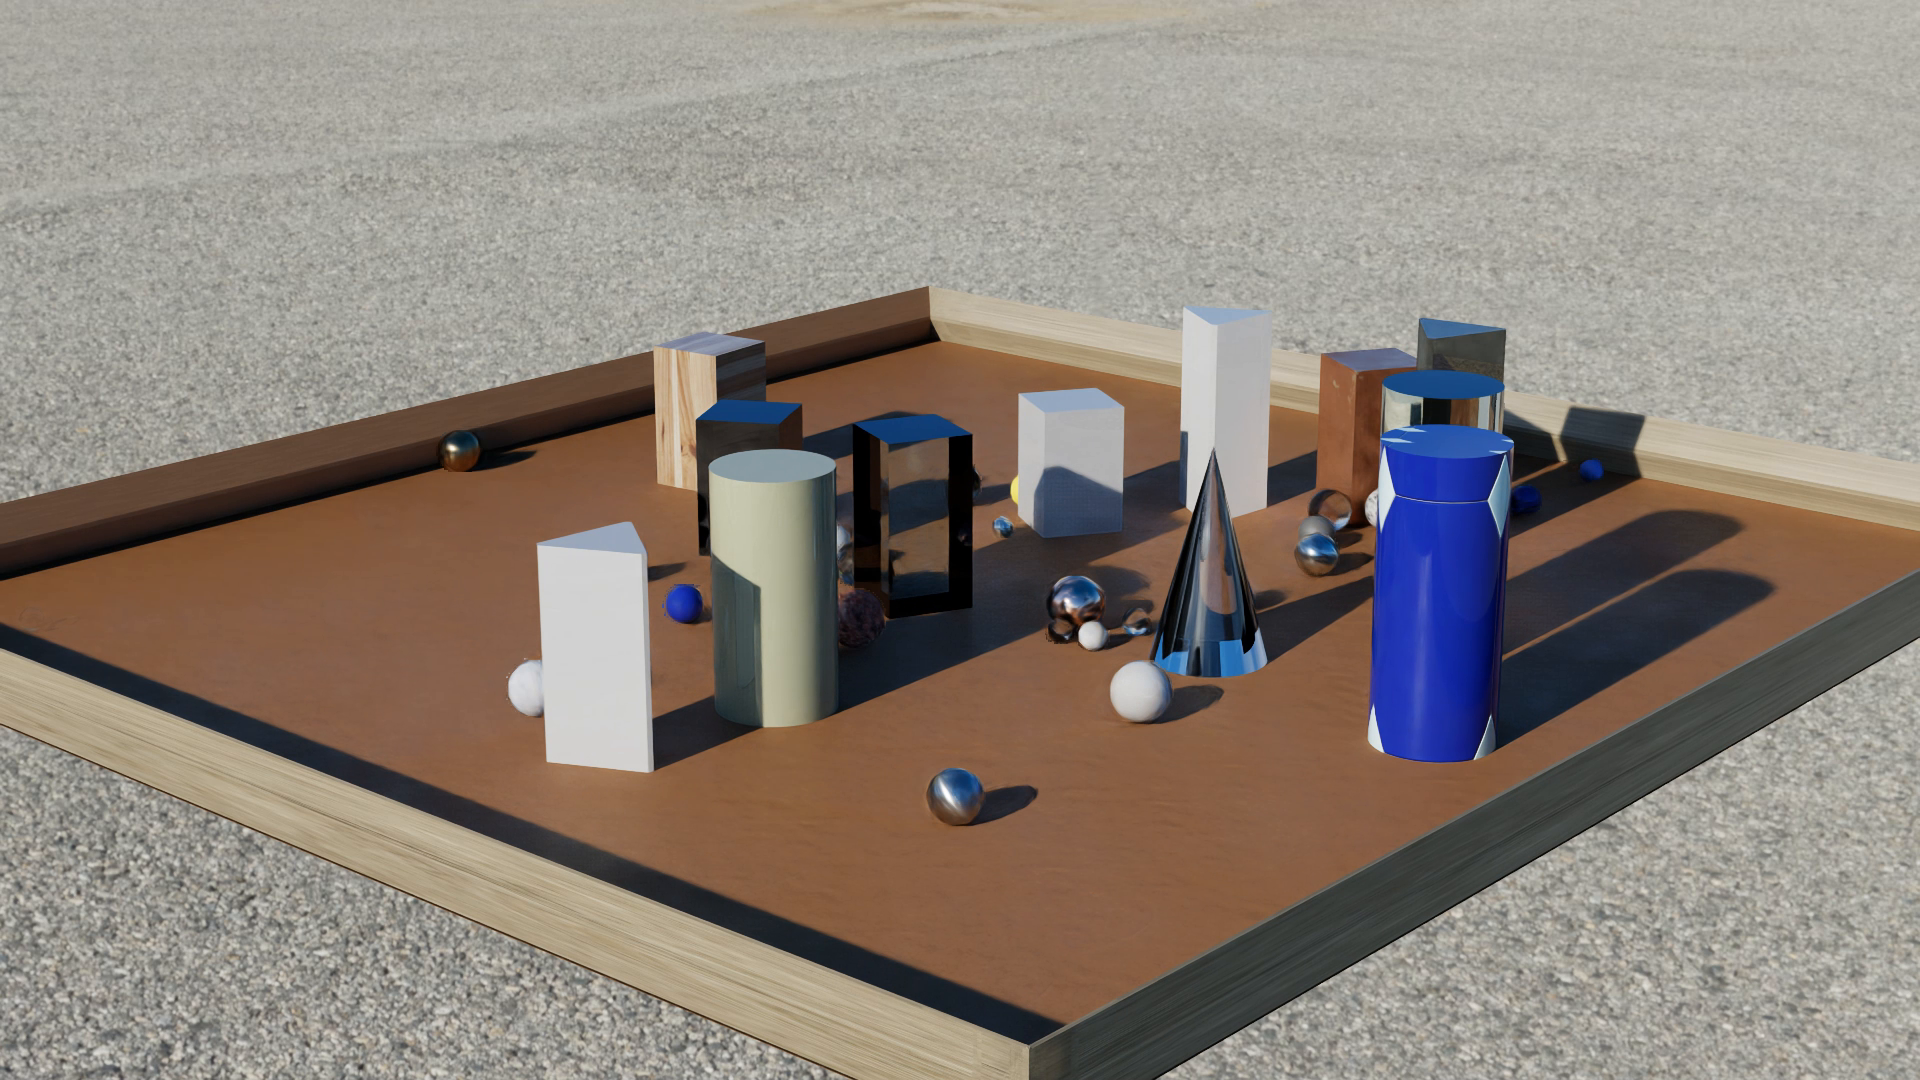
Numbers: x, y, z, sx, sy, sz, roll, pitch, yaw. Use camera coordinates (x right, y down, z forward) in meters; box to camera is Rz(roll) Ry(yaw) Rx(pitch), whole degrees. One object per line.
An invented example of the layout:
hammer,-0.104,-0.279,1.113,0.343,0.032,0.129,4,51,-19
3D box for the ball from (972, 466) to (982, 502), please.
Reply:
ball,-0.004,-0.109,5.655,0.088,0.088,0.088,0,17,0

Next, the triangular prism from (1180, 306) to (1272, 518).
triangular prism,0.479,-0.246,5.595,0.168,0.385,0.146,-16,23,-42

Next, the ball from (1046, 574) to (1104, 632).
ball,0.194,0.107,4.924,0.097,0.097,0.097,0,17,0

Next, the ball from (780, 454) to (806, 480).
ball,-0.334,-0.146,5.845,0.051,0.051,0.051,0,17,0

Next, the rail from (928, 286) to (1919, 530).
rail,0.946,-0.283,6.163,2.745,0.126,0.045,14,22,39

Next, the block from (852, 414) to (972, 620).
block,-0.082,-0.042,5.052,0.156,0.309,0.156,-8,18,-24

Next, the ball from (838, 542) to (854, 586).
ball,-0.180,0.042,5.167,0.081,0.081,0.081,0,17,0

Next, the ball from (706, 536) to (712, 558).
ball,-0.427,0.011,5.300,0.065,0.065,0.065,0,17,0

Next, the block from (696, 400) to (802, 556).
block,-0.383,-0.111,5.371,0.156,0.257,0.156,4,17,12

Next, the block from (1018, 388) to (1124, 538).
block,0.208,-0.146,5.516,0.156,0.240,0.156,-5,17,-16

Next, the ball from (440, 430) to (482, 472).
ball,-1.005,-0.179,5.896,0.084,0.084,0.084,0,17,0

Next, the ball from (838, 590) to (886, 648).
ball,-0.172,0.131,4.848,0.096,0.096,0.096,0,17,0

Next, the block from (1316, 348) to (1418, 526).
block,0.785,-0.197,5.579,0.156,0.301,0.156,-5,18,-17

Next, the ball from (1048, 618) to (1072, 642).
ball,0.166,0.151,4.876,0.041,0.041,0.041,0,17,0

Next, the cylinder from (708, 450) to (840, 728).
cylinder,-0.286,0.073,4.533,0.194,0.389,0.194,0,17,0

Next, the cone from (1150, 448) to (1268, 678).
cone,0.407,0.021,4.756,0.194,0.359,0.194,0,17,0

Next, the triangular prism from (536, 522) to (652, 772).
triangular prism,-0.515,0.154,4.356,0.168,0.336,0.146,5,17,16

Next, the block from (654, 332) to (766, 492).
block,-0.492,-0.252,5.799,0.156,0.279,0.156,11,20,33

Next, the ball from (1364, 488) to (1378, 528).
ball,0.801,-0.058,5.494,0.084,0.084,0.084,0,17,0

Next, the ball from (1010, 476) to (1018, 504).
ball,0.135,-0.096,5.635,0.075,0.075,0.075,0,17,0

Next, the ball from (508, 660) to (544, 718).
ball,-0.654,0.229,4.531,0.090,0.090,0.090,0,17,0

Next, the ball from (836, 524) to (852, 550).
ball,-0.231,0.007,5.303,0.070,0.070,0.070,0,17,0

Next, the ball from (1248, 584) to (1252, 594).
ball,0.463,0.092,5.018,0.072,0.072,0.072,0,17,0

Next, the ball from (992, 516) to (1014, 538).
ball,0.079,-0.023,5.455,0.040,0.040,0.040,0,17,0

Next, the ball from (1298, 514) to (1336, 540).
ball,0.653,-0.012,5.372,0.067,0.067,0.067,0,17,0

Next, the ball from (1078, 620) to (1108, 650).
ball,0.220,0.158,4.840,0.049,0.049,0.049,0,17,0

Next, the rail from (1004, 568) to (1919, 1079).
rail,1.019,0.287,4.274,0.045,0.126,2.933,14,22,39

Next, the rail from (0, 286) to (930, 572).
rail,-1.019,-0.224,5.967,0.045,0.126,2.933,14,22,39

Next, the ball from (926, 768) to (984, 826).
ball,-0.006,0.360,4.115,0.081,0.081,0.081,0,17,0

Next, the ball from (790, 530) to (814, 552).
ball,-0.289,0.002,5.367,0.043,0.043,0.043,0,17,0

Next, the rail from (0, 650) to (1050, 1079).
rail,-0.946,0.346,4.077,2.745,0.126,0.045,14,22,39

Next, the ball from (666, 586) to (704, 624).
ball,-0.468,0.109,4.974,0.065,0.065,0.065,0,17,0

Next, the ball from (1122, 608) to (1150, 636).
ball,0.295,0.137,4.913,0.047,0.047,0.047,0,17,0

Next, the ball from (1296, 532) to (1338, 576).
ball,0.636,0.025,5.229,0.077,0.077,0.077,0,17,0

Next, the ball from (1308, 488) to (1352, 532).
ball,0.693,-0.055,5.492,0.081,0.081,0.081,0,17,0

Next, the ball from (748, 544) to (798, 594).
ball,-0.327,0.051,5.123,0.089,0.089,0.089,0,17,0

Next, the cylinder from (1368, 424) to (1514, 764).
cylinder,0.715,0.079,4.375,0.194,0.468,0.194,0,17,0

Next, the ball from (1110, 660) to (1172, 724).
ball,0.278,0.233,4.508,0.096,0.096,0.096,0,17,0

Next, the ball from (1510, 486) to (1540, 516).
ball,1.078,-0.076,5.599,0.057,0.057,0.057,0,17,0

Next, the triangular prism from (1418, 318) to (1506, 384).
triangular prism,0.880,-0.194,5.384,0.168,0.408,0.146,-9,19,-26

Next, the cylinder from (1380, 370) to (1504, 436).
cylinder,0.774,-0.031,4.761,0.194,0.456,0.194,0,17,0

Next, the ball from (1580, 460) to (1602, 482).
ball,1.253,-0.137,5.823,0.045,0.045,0.045,0,17,0
